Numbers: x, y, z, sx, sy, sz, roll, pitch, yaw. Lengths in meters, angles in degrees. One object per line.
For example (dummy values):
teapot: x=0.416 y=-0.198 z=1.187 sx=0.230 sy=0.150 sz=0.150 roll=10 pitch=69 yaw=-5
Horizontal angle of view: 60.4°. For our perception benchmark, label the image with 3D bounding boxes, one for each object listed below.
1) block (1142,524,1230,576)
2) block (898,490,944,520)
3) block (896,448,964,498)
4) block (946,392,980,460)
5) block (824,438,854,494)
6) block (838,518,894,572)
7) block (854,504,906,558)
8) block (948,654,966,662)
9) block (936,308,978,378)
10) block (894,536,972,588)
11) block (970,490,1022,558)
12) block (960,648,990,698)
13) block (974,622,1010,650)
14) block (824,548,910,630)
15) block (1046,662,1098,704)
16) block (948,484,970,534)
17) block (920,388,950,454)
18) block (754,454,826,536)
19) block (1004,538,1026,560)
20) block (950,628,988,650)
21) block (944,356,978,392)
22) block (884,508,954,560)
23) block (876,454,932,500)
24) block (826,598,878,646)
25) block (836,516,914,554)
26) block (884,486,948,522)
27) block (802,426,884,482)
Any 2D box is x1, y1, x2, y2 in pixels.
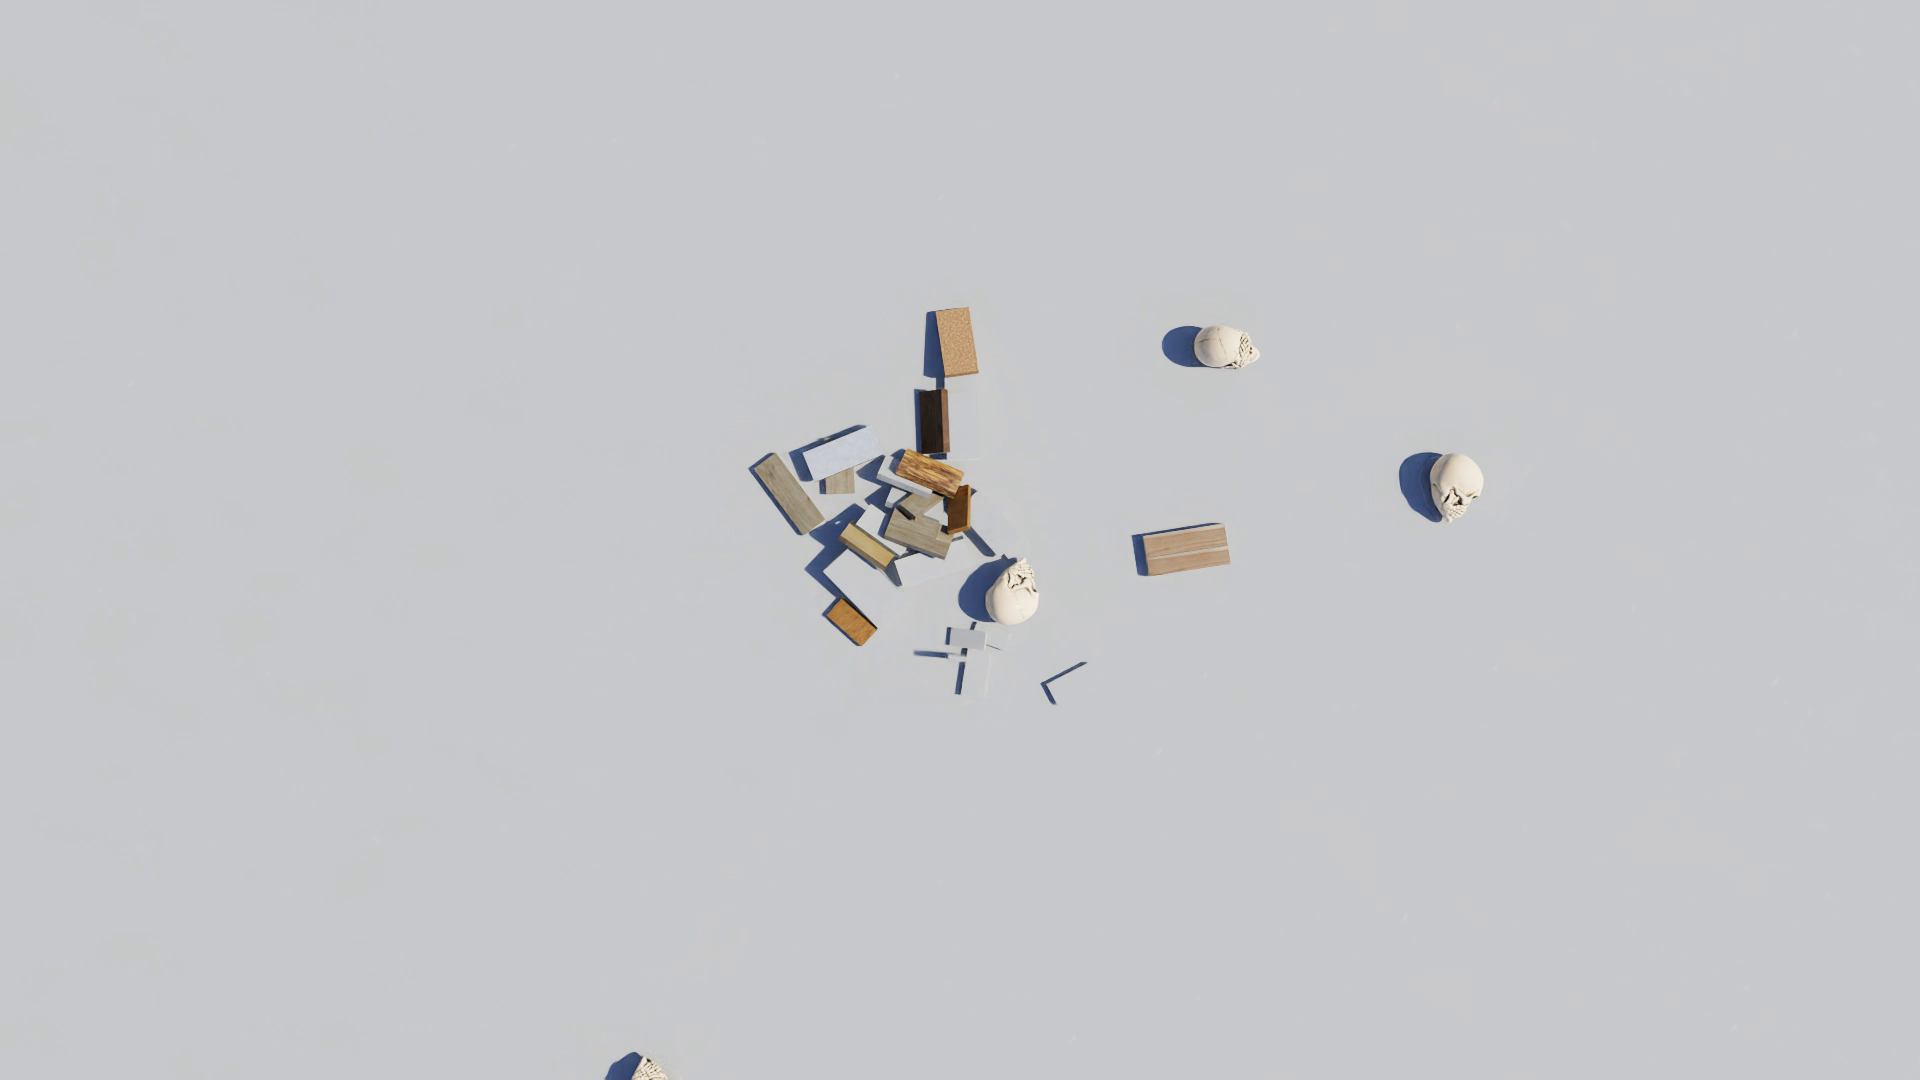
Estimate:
block: x=0.752 y=0.033 z=5.481 sx=0.271 sy=0.038 sz=0.135 roll=-9 pitch=90 yaw=0
block: x=-0.127 y=-0.127 z=5.437 sx=0.074 sy=0.021 sz=0.148 roll=39 pitch=51 yaw=16
block: x=-0.099 y=-0.220 z=5.454 sx=0.208 sy=0.029 sz=0.104 roll=23 pitch=48 yaw=0
block: x=0.009 y=-0.378 z=5.453 sx=0.111 sy=0.031 sz=0.222 roll=-2 pitch=90 yaw=0
block: x=-0.400 y=-0.246 z=5.487 sx=0.094 sy=0.027 sz=0.187 roll=-2 pitch=90 yaw=0
block: x=-0.302 y=0.015 z=5.420 sx=0.181 sy=0.026 sz=0.090 roll=35 pitch=47 yaw=-1
block: x=-0.247 y=-0.029 z=5.431 sx=0.181 sy=0.026 sz=0.090 roll=36 pitch=65 yaw=0
block: x=-0.010 y=0.388 z=5.440 sx=0.060 sy=0.120 sz=0.017 roll=3 pitch=90 yaw=0
block: x=-0.010 y=-0.654 z=5.461 sx=0.111 sy=0.031 sz=0.222 roll=-8 pitch=79 yaw=-2
block: x=-0.089 y=0.073 z=5.464 sx=0.240 sy=0.030 sz=0.106 roll=-18 pitch=114 yaw=0
block: x=0.098 y=-0.056 z=5.464 sx=0.106 sy=0.030 sz=0.212 roll=-42 pitch=90 yaw=0
block: x=0.053 y=0.444 z=5.489 sx=0.078 sy=0.022 sz=0.157 roll=9 pitch=90 yaw=0
block: x=0.103 y=0.320 z=5.492 sx=0.120 sy=0.017 sz=0.060 roll=20 pitch=90 yaw=0
block: x=-0.309 y=0.152 z=5.457 sx=0.135 sy=0.038 sz=0.271 roll=-43 pitch=98 yaw=6
block: x=0.375 y=0.478 z=5.489 sx=0.157 sy=0.022 sz=0.078 roll=-27 pitch=90 yaw=0
block: x=-0.003 y=-0.101 z=5.428 sx=0.074 sy=0.021 sz=0.172 roll=-16 pitch=51 yaw=22
block: x=-0.083 y=-0.390 z=5.453 sx=0.029 sy=0.104 sz=0.208 roll=-2 pitch=90 yaw=-44
block: x=-0.566 y=-0.152 z=5.487 sx=0.090 sy=0.026 sz=0.276 roll=-37 pitch=90 yaw=0
block: x=0.149 y=-0.014 z=5.490 sx=0.074 sy=0.021 sz=0.148 roll=-36 pitch=90 yaw=0
block: x=0.028 y=0.328 z=5.477 sx=0.120 sy=0.017 sz=0.060 roll=7 pitch=90 yaw=15
block: x=0.005 y=-0.502 z=5.484 sx=0.111 sy=0.031 sz=0.222 roll=-1 pitch=90 yaw=0
block: x=-0.132 y=-0.020 z=5.412 sx=0.212 sy=0.030 sz=0.106 roll=20 pitch=66 yaw=1
block: x=-0.173 y=-0.209 z=5.459 sx=0.187 sy=0.027 sz=0.094 roll=22 pitch=48 yaw=0
block: x=-0.359 y=0.273 z=5.489 sx=0.157 sy=0.022 sz=0.078 roll=42 pitch=90 yaw=0
block: x=-0.269 y=-0.009 z=5.481 sx=0.271 sy=0.038 sz=0.135 roll=-7 pitch=90 yaw=0
block: x=-0.145 y=-0.121 z=5.459 sx=0.187 sy=0.027 sz=0.094 roll=20 pitch=48 yaw=0
block: x=-0.385 y=-0.286 z=5.459 sx=0.248 sy=0.029 sz=0.104 roll=-22 pitch=90 yaw=0
